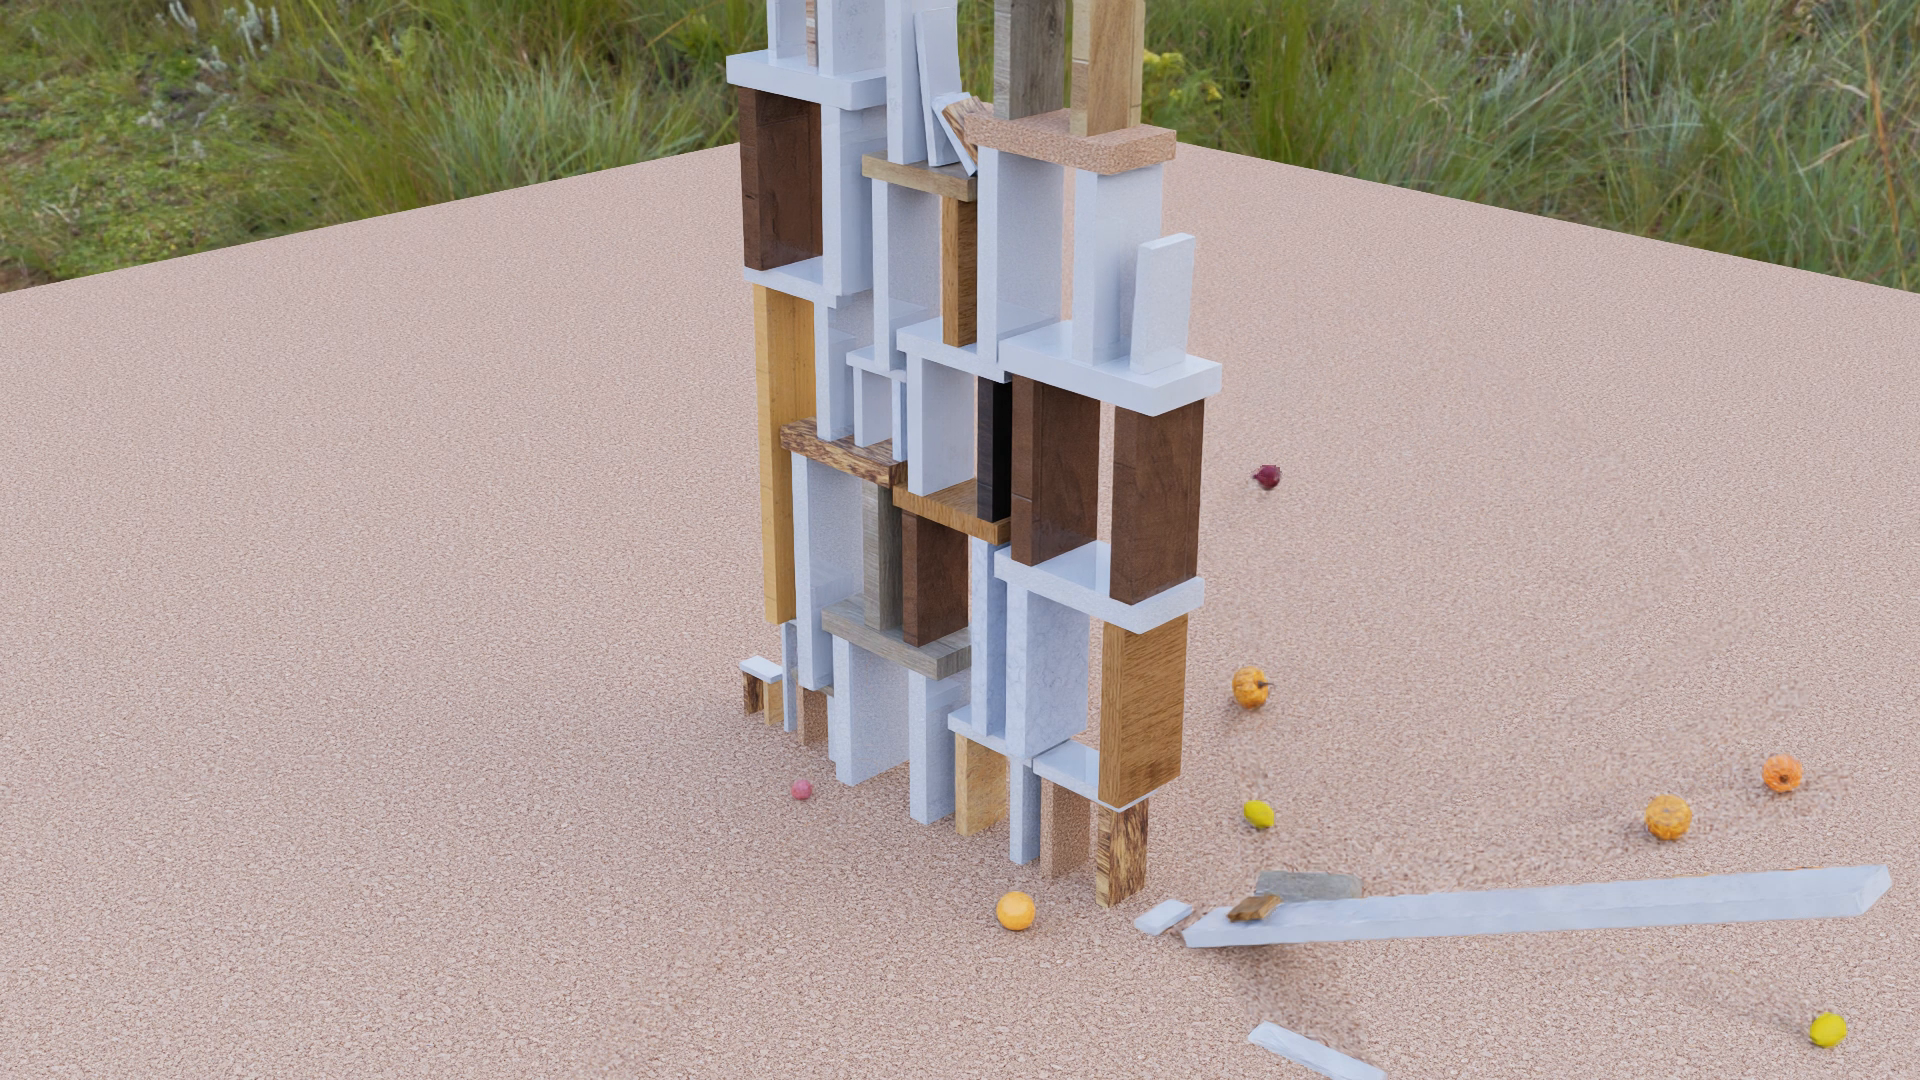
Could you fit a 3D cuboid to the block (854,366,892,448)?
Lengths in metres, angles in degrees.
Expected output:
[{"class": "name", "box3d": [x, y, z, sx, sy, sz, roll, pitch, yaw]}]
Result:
[{"class": "block", "box3d": [-0.169, -0.269, 4.287, 0.081, 0.163, 0.023, -21, 31, -41]}]

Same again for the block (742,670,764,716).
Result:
[{"class": "block", "box3d": [-0.453, 0.329, 4.851, 0.015, 0.105, 0.053, 21, 31, 41]}]

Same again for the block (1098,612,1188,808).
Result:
[{"class": "block", "box3d": [0.332, 0.290, 3.986, 0.050, 0.361, 0.176, 21, 31, 40]}]

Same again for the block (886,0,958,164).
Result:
[{"class": "block", "box3d": [-0.068, -0.885, 3.918, 0.138, 0.410, 0.039, -21, 30, -40]}]

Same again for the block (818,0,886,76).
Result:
[{"class": "block", "box3d": [-0.195, -0.997, 4.011, 0.138, 0.276, 0.039, -21, 31, -40]}]

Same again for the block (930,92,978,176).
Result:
[{"class": "block", "box3d": [0.016, -0.718, 3.887, 0.076, 0.152, 0.022, -19, -13, -38]}]

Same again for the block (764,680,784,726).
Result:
[{"class": "block", "box3d": [-0.403, 0.348, 4.805, 0.015, 0.105, 0.053, 21, 31, 41]}]

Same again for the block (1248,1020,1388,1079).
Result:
[{"class": "block", "box3d": [0.599, 0.869, 3.695, 0.238, 0.015, 0.053, 17, 30, 36]}]

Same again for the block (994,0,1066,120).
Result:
[{"class": "block", "box3d": [0.119, -0.859, 3.738, 0.134, 0.268, 0.038, -21, 31, -40]}]

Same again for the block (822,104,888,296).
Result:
[{"class": "block", "box3d": [-0.176, -0.653, 4.138, 0.178, 0.356, 0.050, -21, 32, -41]}]

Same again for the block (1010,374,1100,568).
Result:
[{"class": "block", "box3d": [0.173, -0.147, 3.969, 0.050, 0.356, 0.178, 21, 31, 41]}]

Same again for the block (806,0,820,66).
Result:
[{"class": "block", "box3d": [-0.246, -0.971, 4.087, 0.084, 0.168, 0.024, -21, 31, -40]}]

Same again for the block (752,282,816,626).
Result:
[{"class": "block", "box3d": [-0.348, -0.184, 4.531, 0.138, 0.737, 0.039, -21, 31, -41]}]

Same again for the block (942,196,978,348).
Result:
[{"class": "block", "box3d": [0.031, -0.498, 3.979, 0.137, 0.274, 0.039, -21, 31, -41]}]

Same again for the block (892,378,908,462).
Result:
[{"class": "block", "box3d": [-0.092, -0.239, 4.217, 0.081, 0.163, 0.023, -21, 31, -40]}]

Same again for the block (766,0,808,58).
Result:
[{"class": "block", "box3d": [-0.325, -1.002, 4.160, 0.084, 0.168, 0.024, -21, 31, -40]}]

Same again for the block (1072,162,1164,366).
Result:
[{"class": "block", "box3d": [0.267, -0.477, 3.734, 0.048, 0.336, 0.168, 21, 31, 40]}]

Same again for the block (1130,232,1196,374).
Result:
[{"class": "block", "box3d": [0.340, -0.396, 3.690, 0.110, 0.220, 0.031, -21, 34, -41]}]

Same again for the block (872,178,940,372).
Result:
[{"class": "block", "box3d": [-0.100, -0.507, 4.116, 0.039, 0.363, 0.137, 20, 30, 39]}]

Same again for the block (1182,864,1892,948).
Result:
[{"class": "block", "box3d": [0.868, 0.603, 3.575, 0.110, 0.031, 1.283, -23, 6, -43]}]

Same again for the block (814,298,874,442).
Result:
[{"class": "block", "box3d": [-0.218, -0.345, 4.320, 0.138, 0.276, 0.039, -21, 31, -40]}]

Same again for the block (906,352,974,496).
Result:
[{"class": "block", "box3d": [-0.036, -0.233, 4.160, 0.138, 0.276, 0.039, -21, 31, -41]}]

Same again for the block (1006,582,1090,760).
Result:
[{"class": "block", "box3d": [0.166, 0.221, 4.136, 0.050, 0.351, 0.176, 21, 31, 40]}]

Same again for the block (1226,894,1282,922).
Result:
[{"class": "block", "box3d": [0.524, 0.656, 3.919, 0.053, 0.015, 0.105, -34, 4, -28]}]

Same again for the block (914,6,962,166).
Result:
[{"class": "block", "box3d": [-0.033, -0.806, 3.911, 0.076, 0.269, 0.022, -20, 22, -39]}]

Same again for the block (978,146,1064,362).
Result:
[{"class": "block", "box3d": [0.107, -0.519, 3.890, 0.168, 0.382, 0.048, -21, 31, -40]}]

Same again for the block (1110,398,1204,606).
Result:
[{"class": "block", "box3d": [0.342, -0.081, 3.815, 0.050, 0.356, 0.178, 21, 31, 41]}]

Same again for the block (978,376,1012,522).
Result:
[{"class": "block", "box3d": [0.094, -0.183, 4.041, 0.138, 0.276, 0.039, -21, 31, -41]}]

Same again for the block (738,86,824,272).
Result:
[{"class": "block", "box3d": [-0.343, -0.719, 4.294, 0.050, 0.355, 0.178, 21, 31, 40]}]

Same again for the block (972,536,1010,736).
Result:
[{"class": "block", "box3d": [0.086, 0.166, 4.195, 0.140, 0.406, 0.040, -21, 31, -41]}]

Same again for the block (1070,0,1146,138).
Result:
[{"class": "block", "box3d": [0.244, -0.809, 3.620, 0.134, 0.268, 0.038, -21, 31, -40]}]
